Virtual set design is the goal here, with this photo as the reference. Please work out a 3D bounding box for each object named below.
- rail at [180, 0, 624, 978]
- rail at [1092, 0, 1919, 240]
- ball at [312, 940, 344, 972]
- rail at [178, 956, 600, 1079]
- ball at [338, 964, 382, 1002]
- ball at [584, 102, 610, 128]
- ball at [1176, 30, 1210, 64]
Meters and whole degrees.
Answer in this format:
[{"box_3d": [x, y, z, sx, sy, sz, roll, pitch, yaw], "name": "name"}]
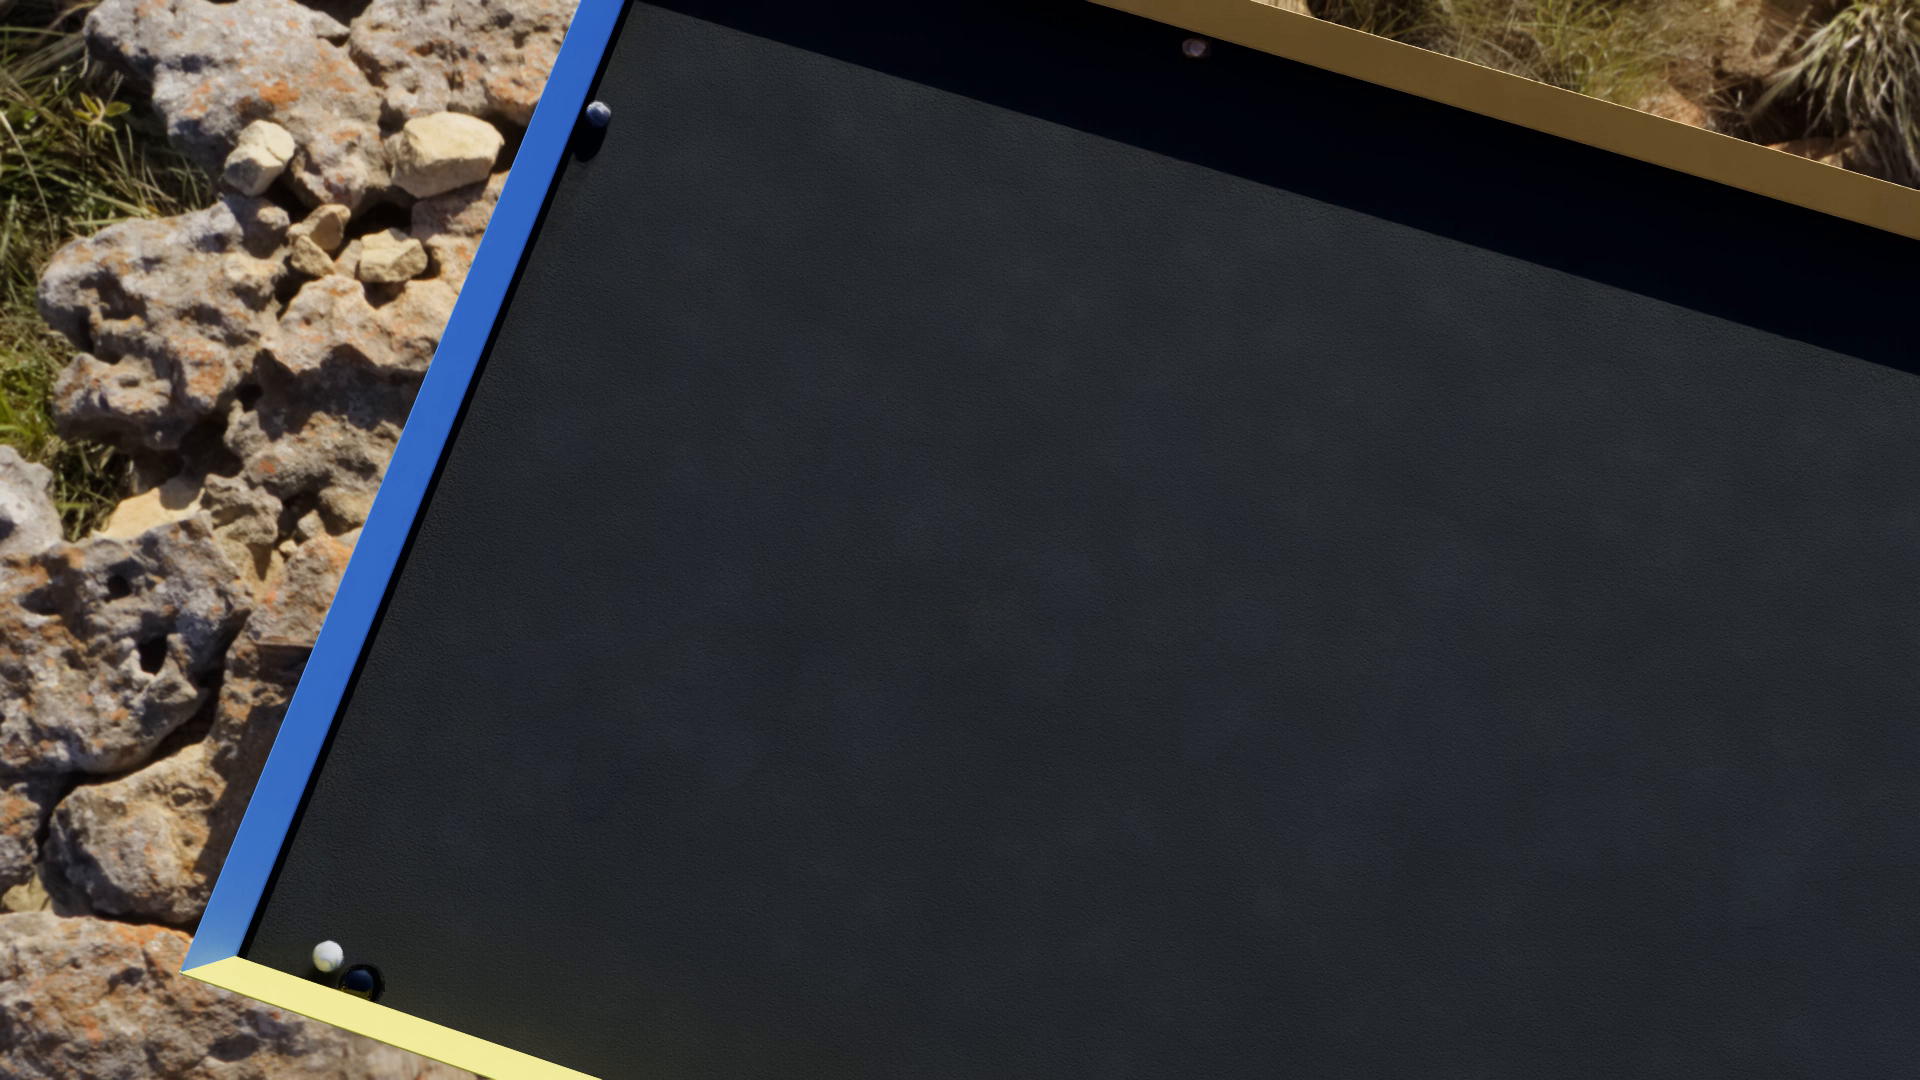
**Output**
[{"box_3d": [-0.779, -0.253, 3.400, 0.045, 0.126, 1.936, 17, 75, 5], "name": "rail"}, {"box_3d": [1.092, -0.627, 3.505, 3.369, 0.126, 0.045, 17, 75, 5], "name": "rail"}, {"box_3d": [-0.921, 0.606, 3.202, 0.044, 0.044, 0.044, 0, 74, 0], "name": "ball"}, {"box_3d": [0.512, 1.103, 3.019, 3.369, 0.126, 0.045, 17, 75, 5], "name": "rail"}, {"box_3d": [-0.868, 0.644, 3.182, 0.062, 0.062, 0.062, 0, 74, 0], "name": "ball"}, {"box_3d": [-0.588, -0.689, 3.569, 0.041, 0.041, 0.041, 0, 74, 0], "name": "ball"}, {"box_3d": [0.381, -0.806, 3.595, 0.053, 0.053, 0.053, 0, 74, 0], "name": "ball"}]
